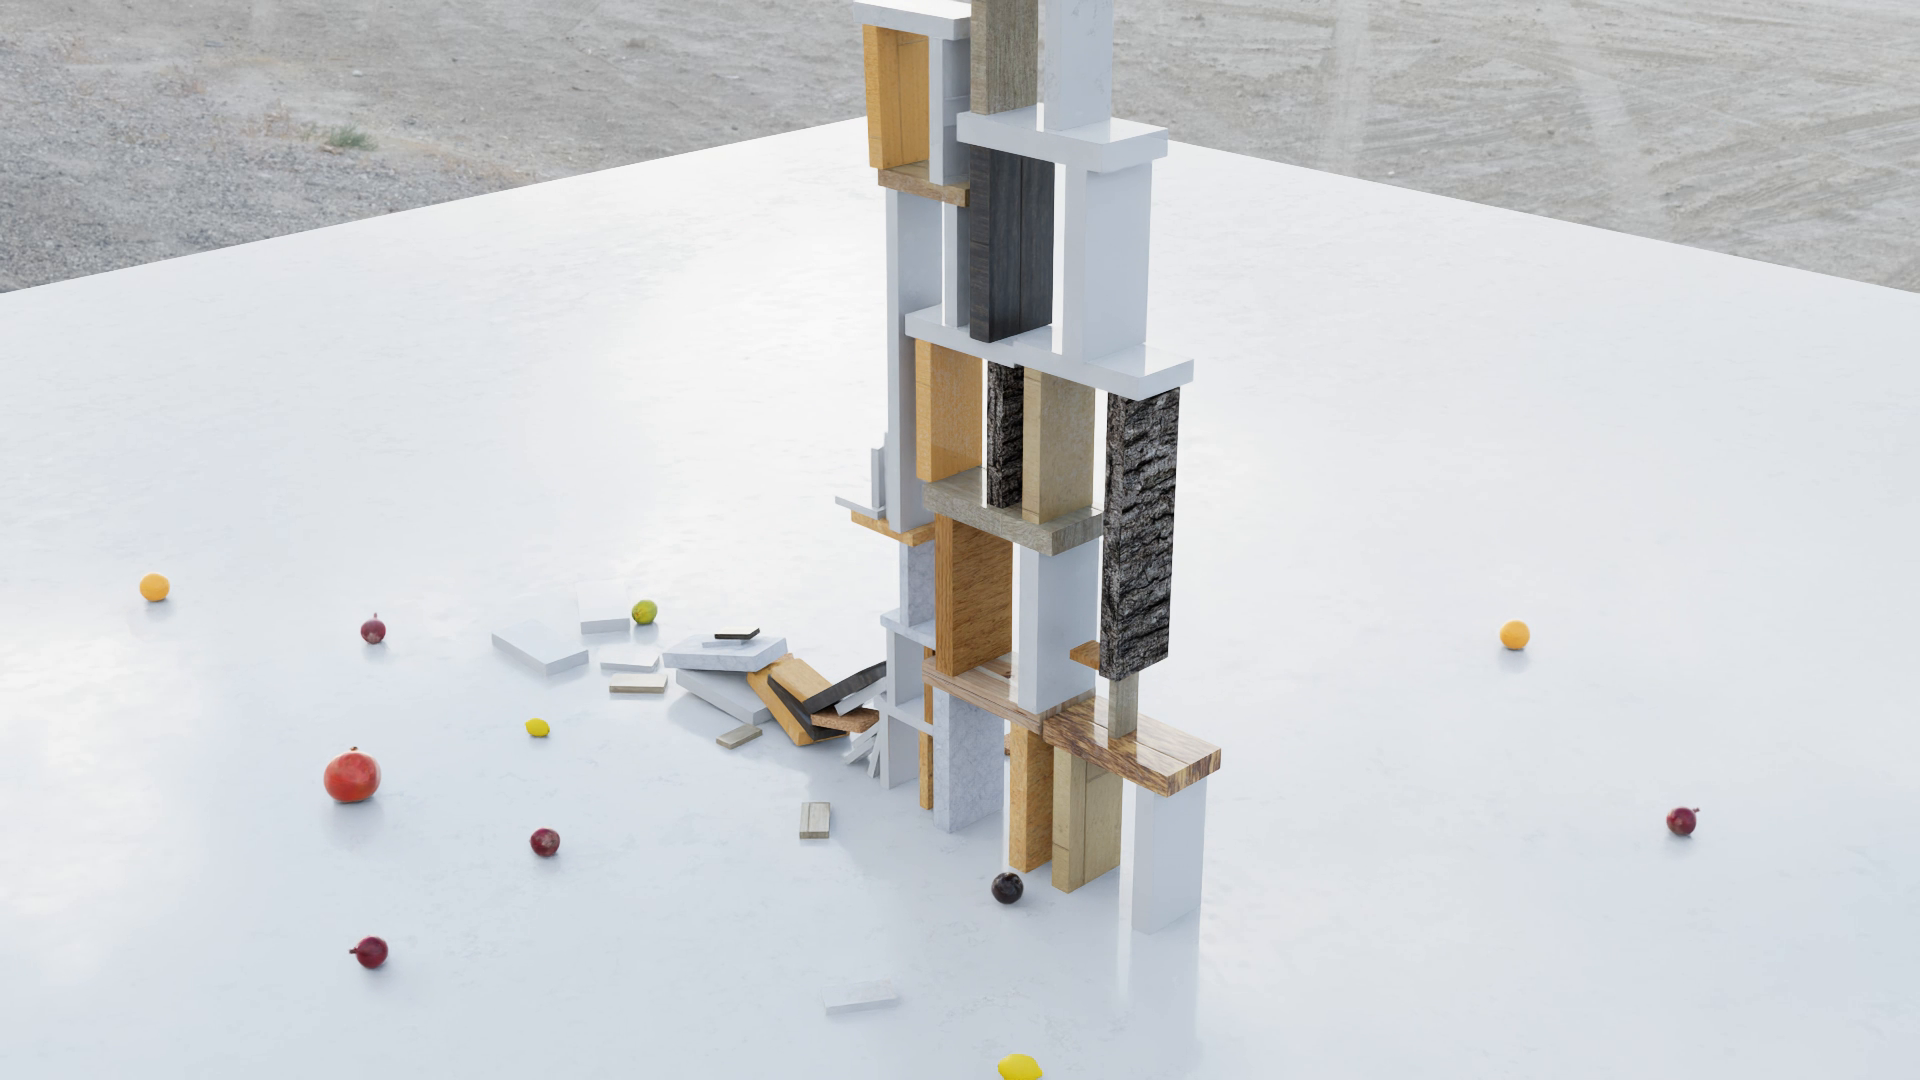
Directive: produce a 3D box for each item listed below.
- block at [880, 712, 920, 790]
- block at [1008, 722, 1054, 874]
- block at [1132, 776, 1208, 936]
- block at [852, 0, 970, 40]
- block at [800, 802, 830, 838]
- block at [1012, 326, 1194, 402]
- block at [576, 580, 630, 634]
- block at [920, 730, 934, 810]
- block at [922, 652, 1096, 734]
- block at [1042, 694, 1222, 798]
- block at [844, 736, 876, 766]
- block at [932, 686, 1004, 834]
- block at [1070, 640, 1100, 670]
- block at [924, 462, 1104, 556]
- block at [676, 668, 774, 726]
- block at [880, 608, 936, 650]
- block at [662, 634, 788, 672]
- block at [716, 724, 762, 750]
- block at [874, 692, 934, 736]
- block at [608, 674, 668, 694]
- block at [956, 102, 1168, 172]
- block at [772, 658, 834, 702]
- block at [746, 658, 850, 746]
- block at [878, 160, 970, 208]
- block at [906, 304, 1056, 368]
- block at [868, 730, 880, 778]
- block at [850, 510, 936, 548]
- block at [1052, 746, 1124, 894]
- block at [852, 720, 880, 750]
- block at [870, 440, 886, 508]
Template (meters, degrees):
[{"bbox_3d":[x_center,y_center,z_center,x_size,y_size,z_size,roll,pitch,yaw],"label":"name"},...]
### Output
[{"bbox_3d":[-0.125,0.420,4.545,0.088,0.176,0.025,-21,31,-40],"label":"block"},{"bbox_3d":[0.166,0.472,4.247,0.044,0.314,0.157,21,31,41],"label":"block"},{"bbox_3d":[0.386,0.562,4.049,0.043,0.301,0.151,21,31,41],"label":"block"},{"bbox_3d":[-0.056,-0.928,3.895,0.128,0.036,0.256,-21,31,-40],"label":"block"},{"bbox_3d":[-0.291,0.563,4.414,0.058,0.016,0.116,-1,23,-1],"label":"block"},{"bbox_3d":[0.247,-0.311,3.820,0.290,0.041,0.145,21,31,40],"label":"block"},{"bbox_3d":[-0.868,0.161,5.340,0.116,0.033,0.232,-5,23,-11],"label":"block"},{"bbox_3d":[-0.042,0.452,4.469,0.088,0.176,0.025,-21,31,-40],"label":"block"},{"bbox_3d":[0.092,0.278,4.245,0.314,0.044,0.157,21,31,41],"label":"block"},{"bbox_3d":[0.314,0.376,4.047,0.302,0.043,0.151,21,31,41],"label":"block"},{"bbox_3d":[-0.190,0.434,4.616,0.059,0.017,0.119,-21,-13,-41],"label":"block"},{"bbox_3d":[0.018,0.414,4.383,0.044,0.314,0.157,21,31,41],"label":"block"},{"bbox_3d":[0.268,0.219,4.021,0.125,0.018,0.063,21,31,40],"label":"block"},{"bbox_3d":[0.105,-0.060,4.080,0.329,0.047,0.165,21,31,41],"label":"block"},{"bbox_3d":[-0.502,0.331,4.907,0.254,0.036,0.127,25,33,36],"label":"block"},{"bbox_3d":[-0.071,0.172,4.377,0.084,0.024,0.168,-21,31,-40],"label":"block"},{"bbox_3d":[-0.528,0.252,4.937,0.254,0.036,0.127,0,18,30],"label":"block"},{"bbox_3d":[-0.476,0.424,4.745,0.046,0.013,0.093,20,30,38],"label":"block"},{"bbox_3d":[-0.084,0.344,4.467,0.088,0.025,0.176,-21,31,-40],"label":"block"},{"bbox_3d":[-0.727,0.325,4.973,0.123,0.017,0.062,1,23,2],"label":"block"},{"bbox_3d":[0.172,-0.690,3.743,0.334,0.047,0.167,21,31,40],"label":"block"},{"bbox_3d":[-0.330,0.317,4.778,0.079,0.022,0.158,-18,40,-38],"label":"block"},{"bbox_3d":[-0.354,0.352,4.815,0.127,0.036,0.254,-10,36,-30],"label":"block"},{"bbox_3d":[-0.031,-0.647,3.978,0.113,0.032,0.226,-21,31,-40],"label":"block"},{"bbox_3d":[0.046,-0.379,4.015,0.276,0.039,0.138,21,31,40],"label":"block"},{"bbox_3d":[-0.155,0.438,4.578,0.059,0.119,0.017,-21,48,-40],"label":"block"},{"bbox_3d":[-0.122,-0.036,4.342,0.090,0.026,0.181,-21,31,-40],"label":"block"},{"bbox_3d":[0.243,0.507,4.180,0.043,0.301,0.151,21,31,41],"label":"block"},{"bbox_3d":[-0.172,0.398,4.588,0.059,0.017,0.119,-20,-14,-43],"label":"block"},{"bbox_3d":[-0.151,-0.132,4.330,0.018,0.124,0.062,13,26,27],"label":"block"}]
